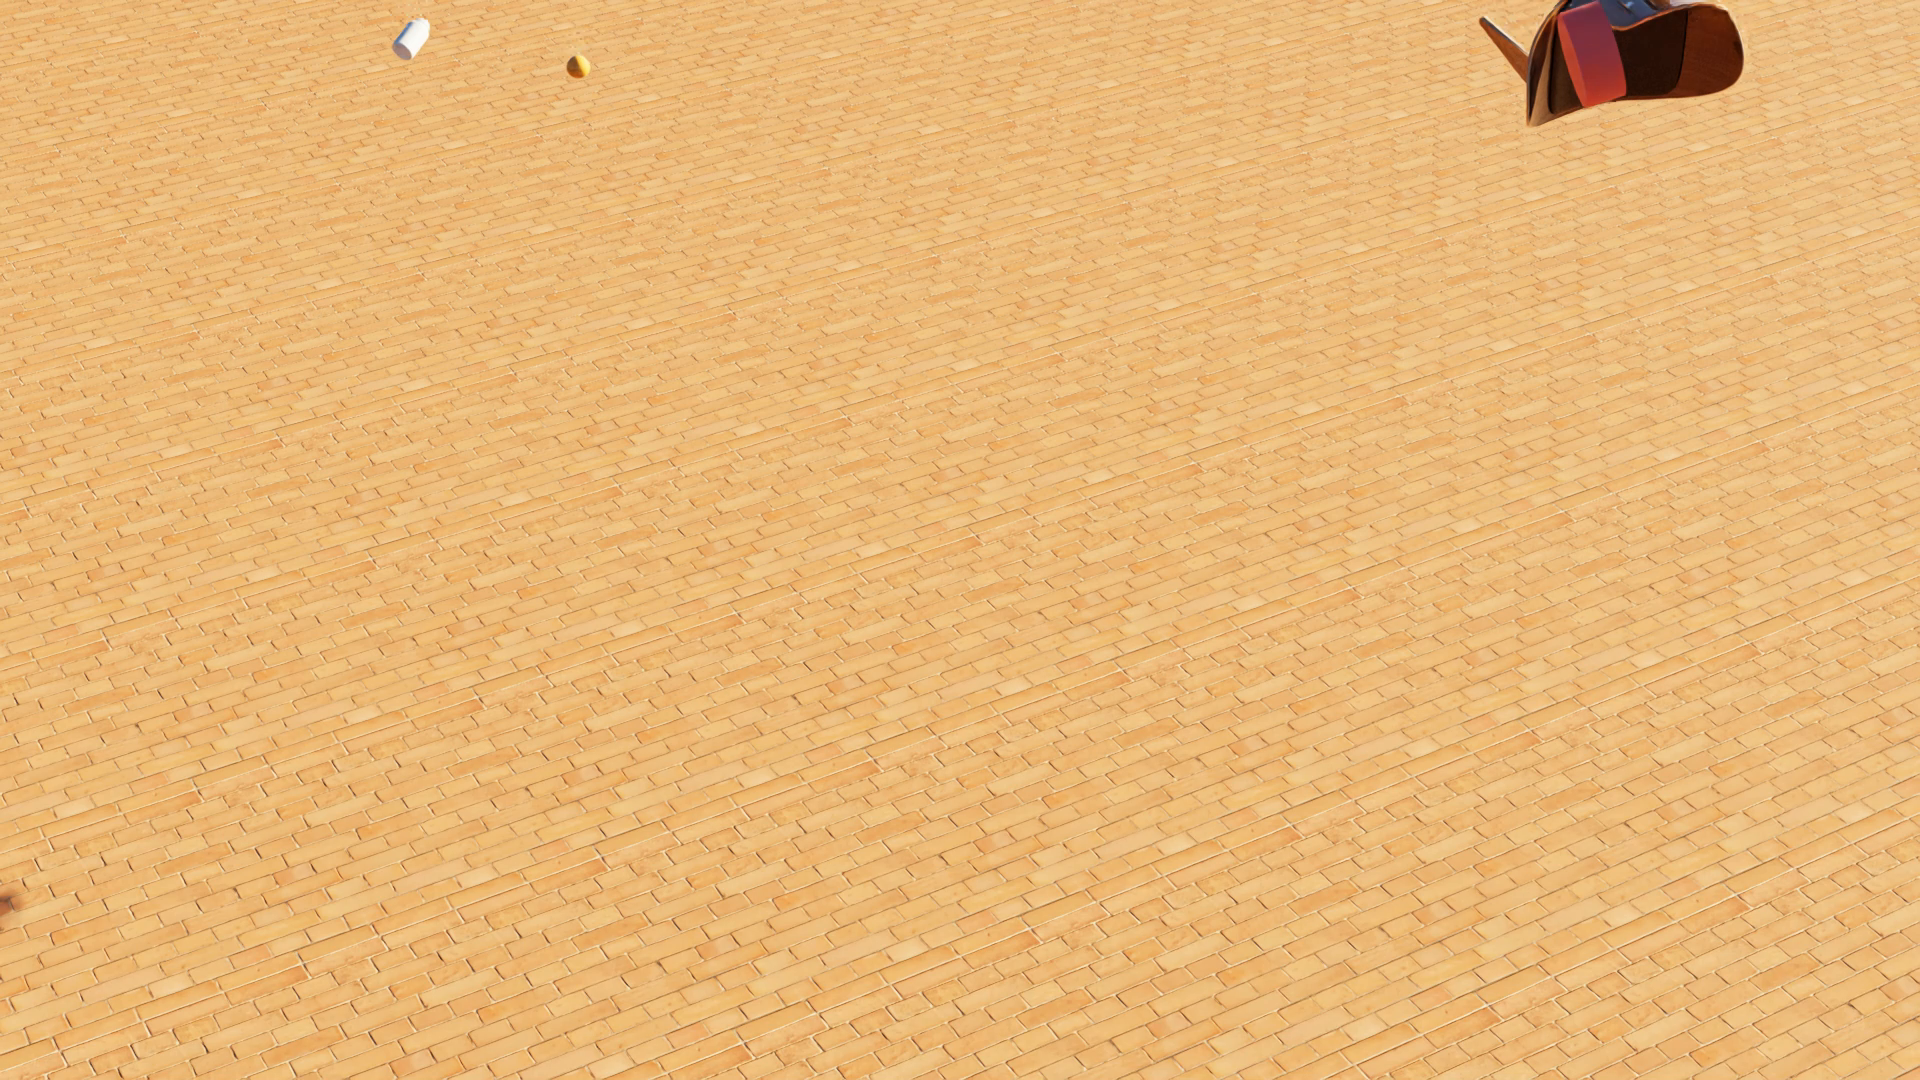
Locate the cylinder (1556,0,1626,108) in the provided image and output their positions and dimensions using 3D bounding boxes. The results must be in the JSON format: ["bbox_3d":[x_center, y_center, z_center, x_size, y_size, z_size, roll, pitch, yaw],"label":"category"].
[{"bbox_3d":[1.861,-1.430,8.641,0.119,0.298,0.271,-18,42,7],"label":"cylinder"}]
